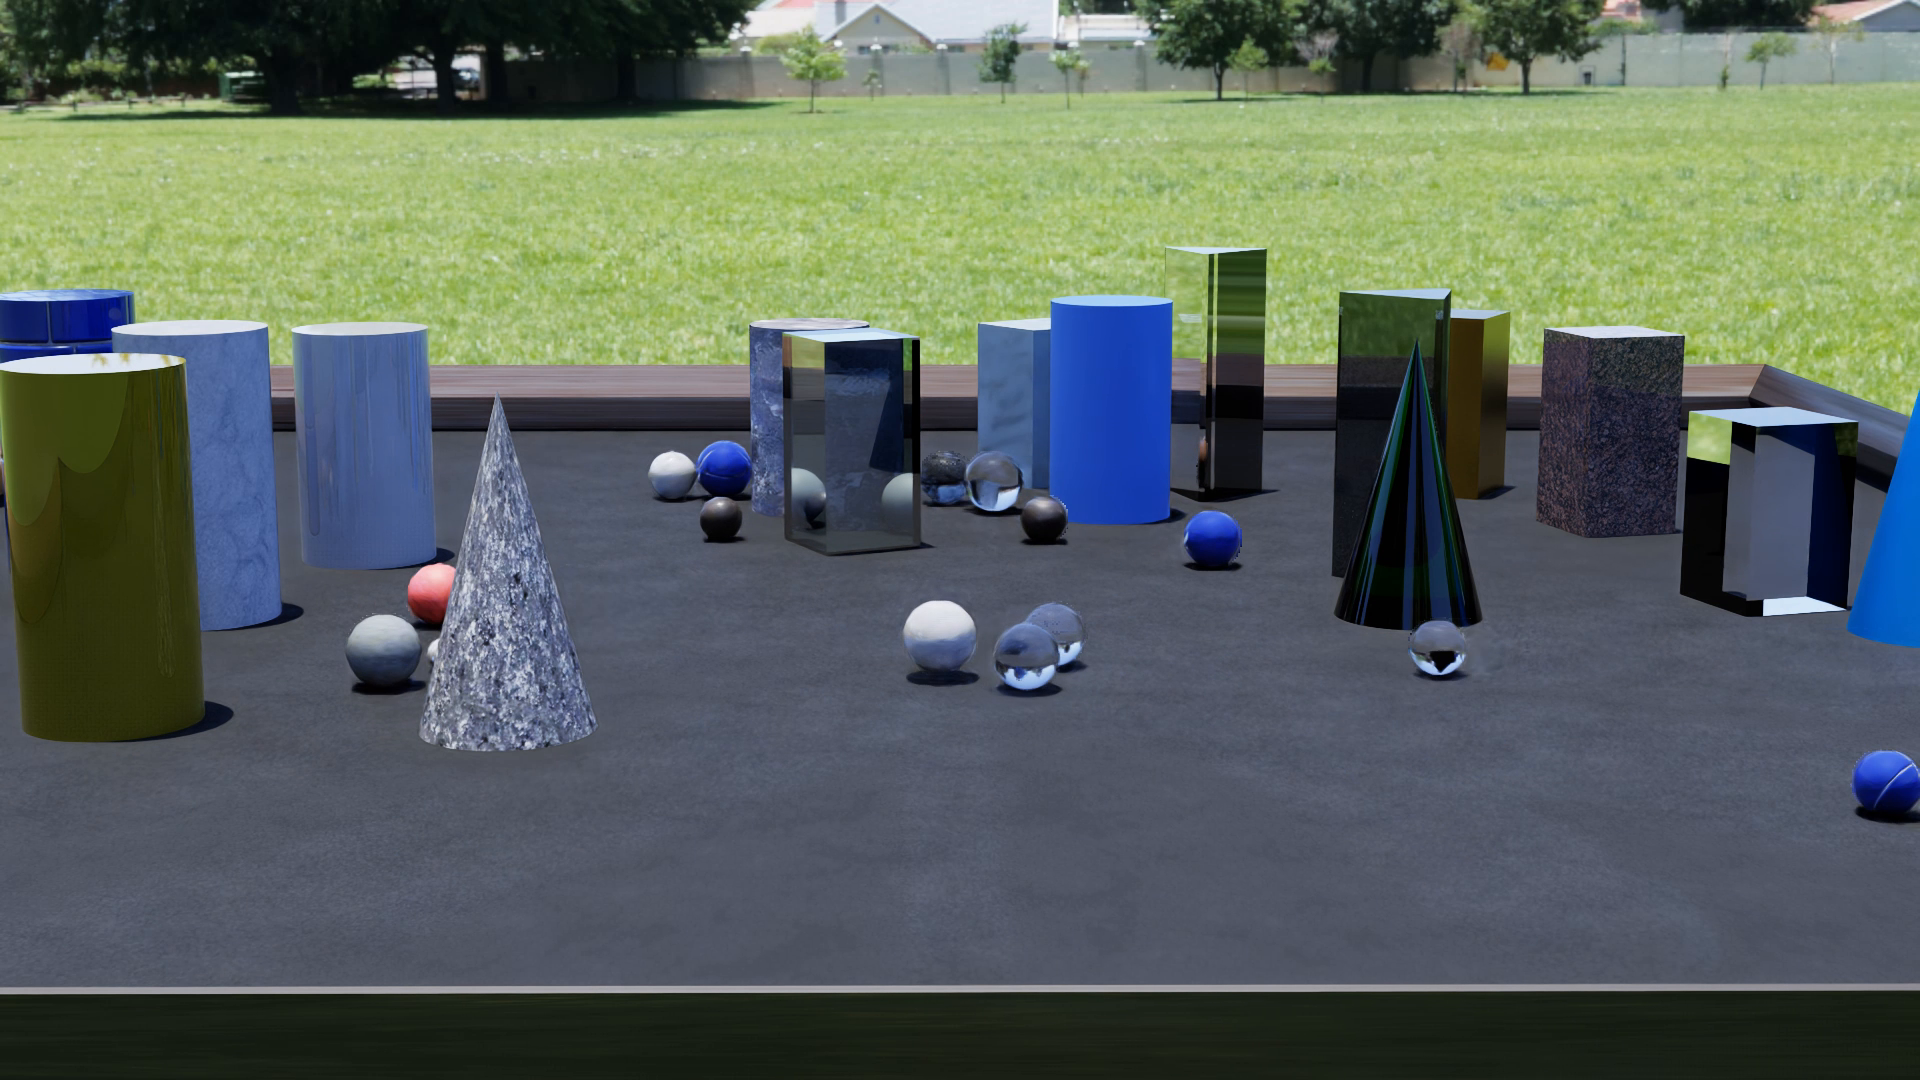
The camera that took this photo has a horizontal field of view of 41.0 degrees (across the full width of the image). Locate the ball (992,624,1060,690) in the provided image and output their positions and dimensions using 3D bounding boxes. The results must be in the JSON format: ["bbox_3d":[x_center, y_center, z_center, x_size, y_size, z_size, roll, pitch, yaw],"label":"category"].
[{"bbox_3d":[0.078,0.138,3.025,0.079,0.079,0.079,0,10,0],"label":"ball"}]

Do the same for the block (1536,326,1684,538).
[{"bbox_3d":[1.030,-0.175,4.070,0.158,0.312,0.158,-3,11,-16],"label":"block"}]

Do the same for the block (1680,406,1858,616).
[{"bbox_3d":[1.102,-0.041,3.502,0.158,0.257,0.158,-3,11,-17],"label":"block"}]

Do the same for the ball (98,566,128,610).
[{"bbox_3d":[-1.134,0.065,3.471,0.060,0.060,0.060,0,10,0],"label":"ball"}]

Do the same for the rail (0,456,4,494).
[{"bbox_3d":[-1.620,0.035,3.440,0.045,0.128,3.564,0,10,0],"label":"rail"}]

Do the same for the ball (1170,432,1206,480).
[{"bbox_3d":[0.396,-0.149,4.557,0.085,0.085,0.085,0,10,0],"label":"ball"}]

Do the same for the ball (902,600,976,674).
[{"bbox_3d":[-0.024,0.116,3.081,0.089,0.089,0.089,0,10,0],"label":"ball"}]

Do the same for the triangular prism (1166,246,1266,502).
[{"bbox_3d":[0.410,-0.289,4.400,0.148,0.418,0.171,9,14,41],"label":"triangular prism"}]

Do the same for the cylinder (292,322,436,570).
[{"bbox_3d":[-0.885,-0.143,3.814,0.197,0.344,0.197,0,10,0],"label":"cylinder"}]

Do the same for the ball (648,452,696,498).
[{"bbox_3d":[-0.488,-0.110,4.359,0.080,0.080,0.080,0,10,0],"label":"ball"}]

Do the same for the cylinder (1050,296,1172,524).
[{"bbox_3d":[0.245,-0.215,4.180,0.197,0.351,0.197,0,10,0],"label":"cylinder"}]

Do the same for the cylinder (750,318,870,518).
[{"bbox_3d":[-0.247,-0.204,4.239,0.197,0.308,0.197,0,10,0],"label":"cylinder"}]

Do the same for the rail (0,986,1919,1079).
[{"bbox_3d":[0.010,0.353,1.720,3.287,0.128,0.045,0,10,0],"label":"rail"}]

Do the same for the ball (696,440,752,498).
[{"bbox_3d":[-0.401,-0.121,4.370,0.097,0.097,0.097,0,10,0],"label":"ball"}]

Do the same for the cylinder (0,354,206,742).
[{"bbox_3d":[-0.953,0.004,2.855,0.197,0.403,0.197,0,10,0],"label":"cylinder"}]

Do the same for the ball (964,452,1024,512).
[{"bbox_3d":[0.055,-0.096,4.232,0.099,0.099,0.099,0,10,0],"label":"ball"}]

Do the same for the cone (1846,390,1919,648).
[{"bbox_3d":[1.256,-0.100,3.295,0.197,0.447,0.197,0,10,0],"label":"cone"}]

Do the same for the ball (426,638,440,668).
[{"bbox_3d":[-0.627,0.139,3.119,0.041,0.041,0.041,0,10,0],"label":"ball"}]

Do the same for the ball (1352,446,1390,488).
[{"bbox_3d":[0.720,-0.128,4.470,0.074,0.074,0.074,0,10,0],"label":"ball"}]

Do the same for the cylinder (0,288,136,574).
[{"bbox_3d":[-1.295,-0.158,3.739,0.197,0.399,0.197,0,10,0],"label":"cylinder"}]

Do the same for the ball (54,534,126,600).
[{"bbox_3d":[-1.196,0.037,3.529,0.092,0.092,0.092,0,10,0],"label":"ball"}]

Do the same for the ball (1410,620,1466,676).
[{"bbox_3d":[0.578,0.129,3.100,0.068,0.068,0.068,0,10,0],"label":"ball"}]

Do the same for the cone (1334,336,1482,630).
[{"bbox_3d":[0.601,-0.084,3.409,0.197,0.375,0.197,0,10,0],"label":"cone"}]

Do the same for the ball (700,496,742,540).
[{"bbox_3d":[-0.371,-0.034,3.983,0.067,0.067,0.067,0,10,0],"label":"ball"}]

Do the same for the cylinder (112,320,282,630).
[{"bbox_3d":[-1.011,-0.089,3.404,0.197,0.387,0.197,0,10,0],"label":"cylinder"}]

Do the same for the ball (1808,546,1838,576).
[{"bbox_3d":[1.246,0.031,3.703,0.042,0.042,0.042,0,10,0],"label":"ball"}]

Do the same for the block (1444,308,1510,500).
[{"bbox_3d":[0.845,-0.238,4.429,0.158,0.307,0.158,6,12,27],"label":"block"}]

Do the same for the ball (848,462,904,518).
[{"bbox_3d":[-0.136,-0.081,4.166,0.092,0.092,0.092,0,10,0],"label":"ball"}]

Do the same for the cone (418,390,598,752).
[{"bbox_3d":[-0.502,0.023,2.820,0.197,0.380,0.197,0,10,0],"label":"cone"}]

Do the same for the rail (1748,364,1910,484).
[{"bbox_3d":[1.620,0.031,3.458,0.045,0.128,3.564,0,10,0],"label":"rail"}]

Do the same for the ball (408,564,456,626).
[{"bbox_3d":[-0.686,0.071,3.376,0.081,0.081,0.081,0,10,0],"label":"ball"}]

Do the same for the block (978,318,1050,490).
[{"bbox_3d":[0.142,-0.244,4.539,0.158,0.277,0.158,-8,13,-36],"label":"block"}]

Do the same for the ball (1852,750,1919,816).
[{"bbox_3d":[0.911,0.239,2.520,0.065,0.065,0.065,0,10,0],"label":"ball"}]

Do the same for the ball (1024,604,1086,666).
[{"bbox_3d":[0.114,0.116,3.143,0.078,0.078,0.078,0,10,0],"label":"ball"}]

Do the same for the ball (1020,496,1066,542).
[{"bbox_3d":[0.129,-0.032,3.964,0.070,0.070,0.070,0,10,0],"label":"ball"}]

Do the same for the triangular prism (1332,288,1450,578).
[{"bbox_3d":[0.650,-0.149,3.665,0.171,0.410,0.148,10,15,44],"label":"triangular prism"}]

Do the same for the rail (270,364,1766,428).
[{"bbox_3d":[-0.010,-0.287,5.178,3.287,0.128,0.045,0,10,0],"label":"rail"}]

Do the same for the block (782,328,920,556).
[{"bbox_3d":[-0.166,-0.153,3.927,0.158,0.323,0.158,-5,12,-27],"label":"block"}]

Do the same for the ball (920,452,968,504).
[{"bbox_3d":[-0.025,-0.104,4.312,0.085,0.085,0.085,0,10,0],"label":"ball"}]

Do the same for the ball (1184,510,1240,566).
[{"bbox_3d":[0.370,-0.002,3.770,0.083,0.083,0.083,0,10,0],"label":"ball"}]

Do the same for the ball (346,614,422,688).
[{"bbox_3d":[-0.682,0.131,3.037,0.087,0.087,0.087,0,10,0],"label":"ball"}]
